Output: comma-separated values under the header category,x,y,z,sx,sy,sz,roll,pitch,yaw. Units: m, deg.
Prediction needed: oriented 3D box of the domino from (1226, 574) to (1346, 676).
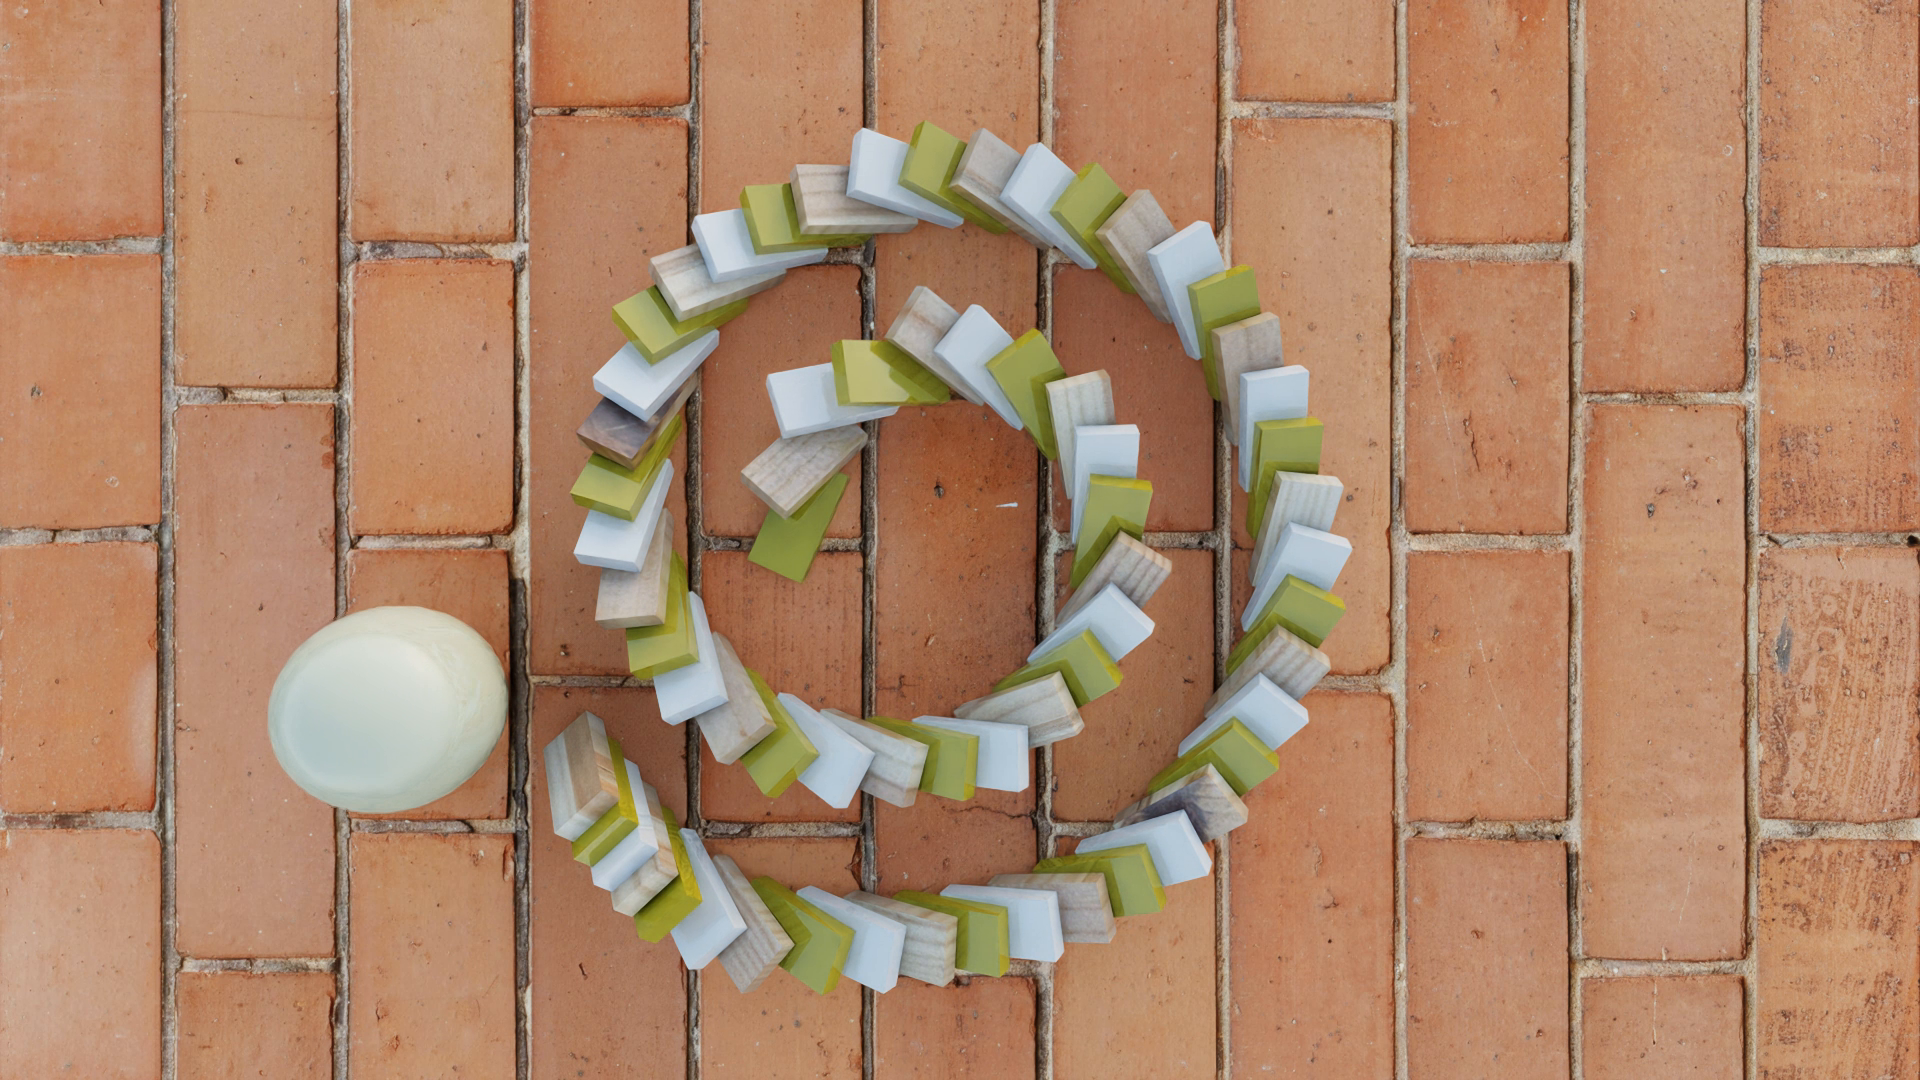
category,x,y,z,sx,sy,sz,roll,pitch,yaw
domino,0.136,0.041,0.384,0.025,0.009,0.050,25,118,0

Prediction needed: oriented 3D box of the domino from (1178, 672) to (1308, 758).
category,x,y,z,sx,sy,sz,roll,pitch,yaw
domino,0.118,0.081,0.384,0.025,0.010,0.050,38,118,0

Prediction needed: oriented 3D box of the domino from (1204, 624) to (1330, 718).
category,x,y,z,sx,sy,sz,roll,pitch,yaw
domino,0.128,0.062,0.384,0.025,0.010,0.050,33,118,0

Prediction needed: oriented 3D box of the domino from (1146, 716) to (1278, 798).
category,x,y,z,sx,sy,sz,roll,pitch,yaw
domino,0.106,0.099,0.384,0.025,0.010,0.050,43,118,0

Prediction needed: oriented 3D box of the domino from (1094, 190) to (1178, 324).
category,x,y,z,sx,sy,sz,roll,pitch,yaw
domino,0.081,-0.118,0.384,0.025,0.010,0.050,-46,118,0

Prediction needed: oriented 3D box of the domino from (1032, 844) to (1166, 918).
category,x,y,z,sx,sy,sz,roll,pitch,yaw
domino,0.058,0.145,0.384,0.050,0.010,0.025,-20,90,28

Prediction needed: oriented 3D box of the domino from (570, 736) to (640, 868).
category,x,y,z,sx,sy,sz,roll,pitch,yaw
domino,-0.149,0.106,0.378,0.025,0.050,0.009,-42,130,0

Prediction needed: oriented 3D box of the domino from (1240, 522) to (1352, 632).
category,x,y,z,sx,sy,sz,roll,pitch,yaw
domino,0.140,0.019,0.384,0.025,0.009,0.050,16,118,0

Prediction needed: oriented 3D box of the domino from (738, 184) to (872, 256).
category,x,y,z,sx,sy,sz,roll,pitch,yaw
domino,-0.064,-0.136,0.384,0.050,0.009,0.025,-16,90,-28

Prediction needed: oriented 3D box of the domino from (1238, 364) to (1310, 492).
category,x,y,z,sx,sy,sz,roll,pitch,yaw
domino,0.131,-0.046,0.384,0.025,0.009,0.050,-9,118,0

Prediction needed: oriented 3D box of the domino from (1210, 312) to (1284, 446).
category,x,y,z,sx,sy,sz,roll,pitch,yaw
domino,0.122,-0.067,0.384,0.025,0.010,0.050,-17,118,0

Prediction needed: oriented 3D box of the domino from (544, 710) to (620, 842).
category,x,y,z,sx,sy,sz,roll,pitch,yaw
domino,-0.157,0.096,0.378,0.025,0.050,0.009,-42,130,0

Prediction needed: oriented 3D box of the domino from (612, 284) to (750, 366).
category,x,y,z,sx,sy,sz,roll,pitch,yaw
domino,-0.116,-0.097,0.384,0.050,0.010,0.025,-40,90,-29

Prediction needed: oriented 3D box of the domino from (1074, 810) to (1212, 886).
category,x,y,z,sx,sy,sz,roll,pitch,yaw
domino,0.076,0.133,0.384,0.050,0.010,0.025,-28,90,28

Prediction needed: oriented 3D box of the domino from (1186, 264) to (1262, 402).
category,x,y,z,sx,sy,sz,roll,pitch,yaw
domino,0.113,-0.086,0.384,0.025,0.009,0.050,-21,118,0

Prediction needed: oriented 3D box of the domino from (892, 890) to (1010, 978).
category,x,y,z,sx,sy,sz,roll,pitch,yaw
domino,-0.004,0.164,0.384,0.050,0.010,0.025,-2,90,28

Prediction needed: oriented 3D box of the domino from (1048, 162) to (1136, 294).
category,x,y,z,sx,sy,sz,roll,pitch,yaw
domino,0.063,-0.130,0.384,0.050,0.009,0.025,38,90,-28

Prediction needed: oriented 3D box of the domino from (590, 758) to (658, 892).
category,x,y,z,sx,sy,sz,roll,pitch,yaw
domino,-0.141,0.116,0.378,0.025,0.050,0.010,-42,130,0

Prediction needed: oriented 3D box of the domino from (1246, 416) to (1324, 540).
category,x,y,z,sx,sy,sz,roll,pitch,yaw
domino,0.136,-0.025,0.384,0.025,0.009,0.050,-5,118,0

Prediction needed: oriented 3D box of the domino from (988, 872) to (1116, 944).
category,x,y,z,sx,sy,sz,roll,pitch,yaw
domino,0.038,0.154,0.384,0.050,0.010,0.025,-12,90,28

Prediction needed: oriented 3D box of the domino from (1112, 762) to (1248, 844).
category,x,y,z,sx,sy,sz,roll,pitch,yaw
domino,0.092,0.116,0.384,0.050,0.009,0.025,-39,90,28

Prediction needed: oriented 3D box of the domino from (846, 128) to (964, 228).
category,x,y,z,sx,sy,sz,roll,pitch,yaw
domino,-0.021,-0.151,0.384,0.050,0.010,0.025,7,90,-29

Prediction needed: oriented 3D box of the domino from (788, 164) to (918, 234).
category,x,y,z,sx,sy,sz,roll,pitch,yaw
domino,-0.044,-0.143,0.384,0.050,0.010,0.025,-11,90,-28

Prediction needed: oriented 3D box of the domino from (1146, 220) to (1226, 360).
category,x,y,z,sx,sy,sz,roll,pitch,yaw
domino,0.100,-0.104,0.384,0.025,0.009,0.050,-31,119,0

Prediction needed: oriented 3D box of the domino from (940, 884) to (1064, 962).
category,x,y,z,sx,sy,sz,roll,pitch,yaw
domino,0.017,0.160,0.384,0.050,0.010,0.025,-7,90,28

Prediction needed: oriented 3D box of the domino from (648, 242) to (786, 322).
category,x,y,z,sx,sy,sz,roll,pitch,yaw
domino,-0.101,-0.112,0.384,0.050,0.010,0.025,-31,90,-29

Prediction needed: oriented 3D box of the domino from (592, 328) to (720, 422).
category,x,y,z,sx,sy,sz,roll,pitch,yaw
domino,-0.126,-0.075,0.384,0.025,0.009,0.050,32,62,0

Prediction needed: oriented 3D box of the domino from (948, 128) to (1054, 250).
category,x,y,z,sx,sy,sz,roll,pitch,yaw
domino,0.022,-0.146,0.384,0.050,0.010,0.025,24,90,-28

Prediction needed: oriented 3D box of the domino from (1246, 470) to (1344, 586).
category,x,y,z,sx,sy,sz,roll,pitch,yaw
domino,0.140,-0.003,0.384,0.025,0.009,0.050,6,118,0

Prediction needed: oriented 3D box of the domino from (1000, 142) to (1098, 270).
category,x,y,z,sx,sy,sz,roll,pitch,yaw
domino,0.043,-0.139,0.384,0.050,0.010,0.025,30,90,-28

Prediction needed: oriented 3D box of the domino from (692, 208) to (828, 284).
category,x,y,z,sx,sy,sz,roll,pitch,yaw
domino,-0.083,-0.126,0.384,0.050,0.010,0.025,-22,90,-28

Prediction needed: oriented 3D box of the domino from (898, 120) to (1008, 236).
category,x,y,z,sx,sy,sz,roll,pitch,yaw
domino,0.001,-0.151,0.384,0.050,0.010,0.025,18,90,-28

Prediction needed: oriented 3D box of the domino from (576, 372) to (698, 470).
category,x,y,z,sx,sy,sz,roll,pitch,yaw
domino,-0.134,-0.056,0.384,0.025,0.010,0.050,26,61,0
